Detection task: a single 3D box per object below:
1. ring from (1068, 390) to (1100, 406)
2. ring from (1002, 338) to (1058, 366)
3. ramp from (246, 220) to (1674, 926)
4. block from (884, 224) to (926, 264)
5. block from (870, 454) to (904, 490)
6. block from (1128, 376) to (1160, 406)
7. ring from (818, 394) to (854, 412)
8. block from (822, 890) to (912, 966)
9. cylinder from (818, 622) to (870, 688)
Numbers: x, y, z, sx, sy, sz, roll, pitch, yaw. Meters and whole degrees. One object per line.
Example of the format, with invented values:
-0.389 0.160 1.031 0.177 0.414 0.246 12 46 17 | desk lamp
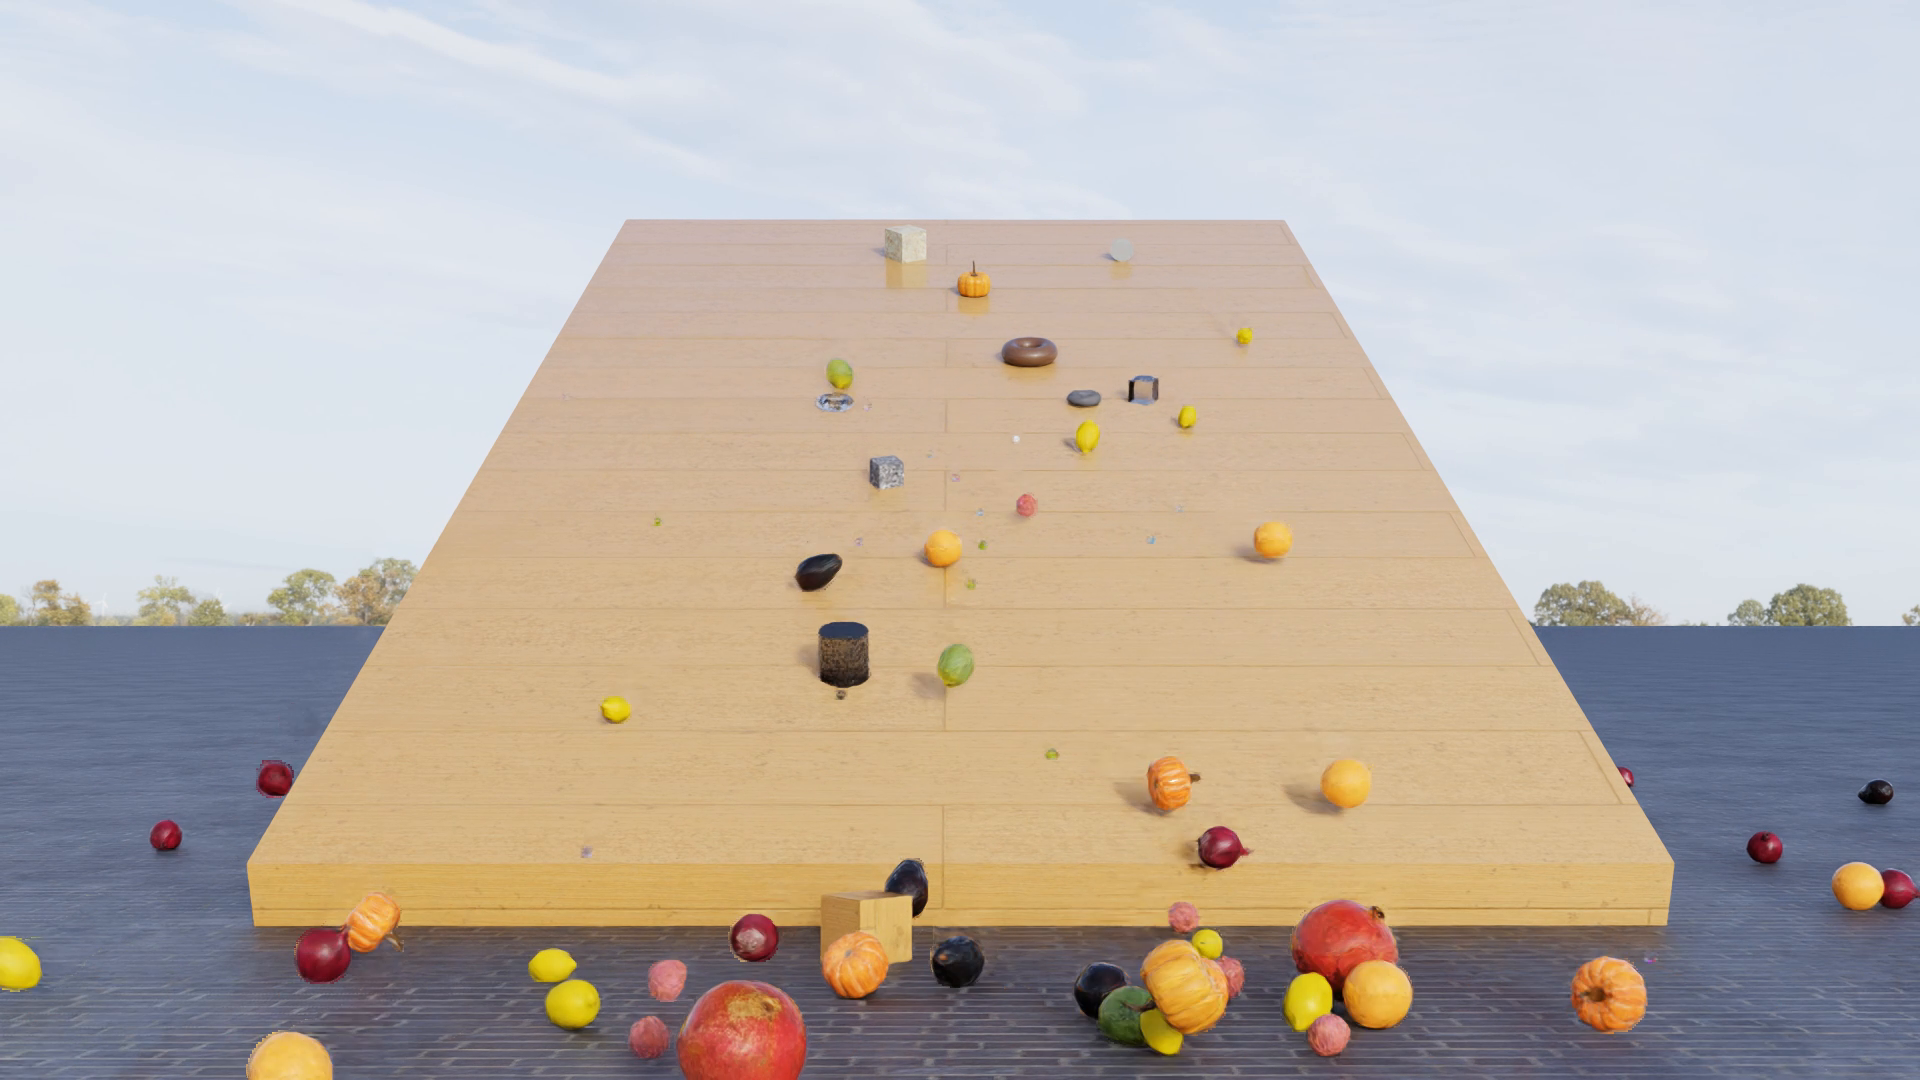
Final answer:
0.282 -0.323 5.190 0.077 0.026 0.077 1 20 0 | ring
0.168 -0.455 5.506 0.137 0.046 0.137 -1 22 0 | ring
-0.006 -0.214 5.079 2.000 0.100 4.000 0 21 0 | ramp
-0.154 -0.839 6.456 0.084 0.084 0.084 -15 26 -34 | block
-0.150 -0.137 4.661 0.054 0.054 0.054 -9 23 -22 | block
0.419 -0.341 5.200 0.052 0.052 0.052 11 23 26 | block
-0.281 -0.311 5.153 0.083 0.028 0.083 1 20 0 | ring
-0.120 0.494 2.908 0.082 0.082 0.082 2 -3 -39 | block
-0.191 0.188 3.769 0.083 0.083 0.083 0 21 0 | cylinder
